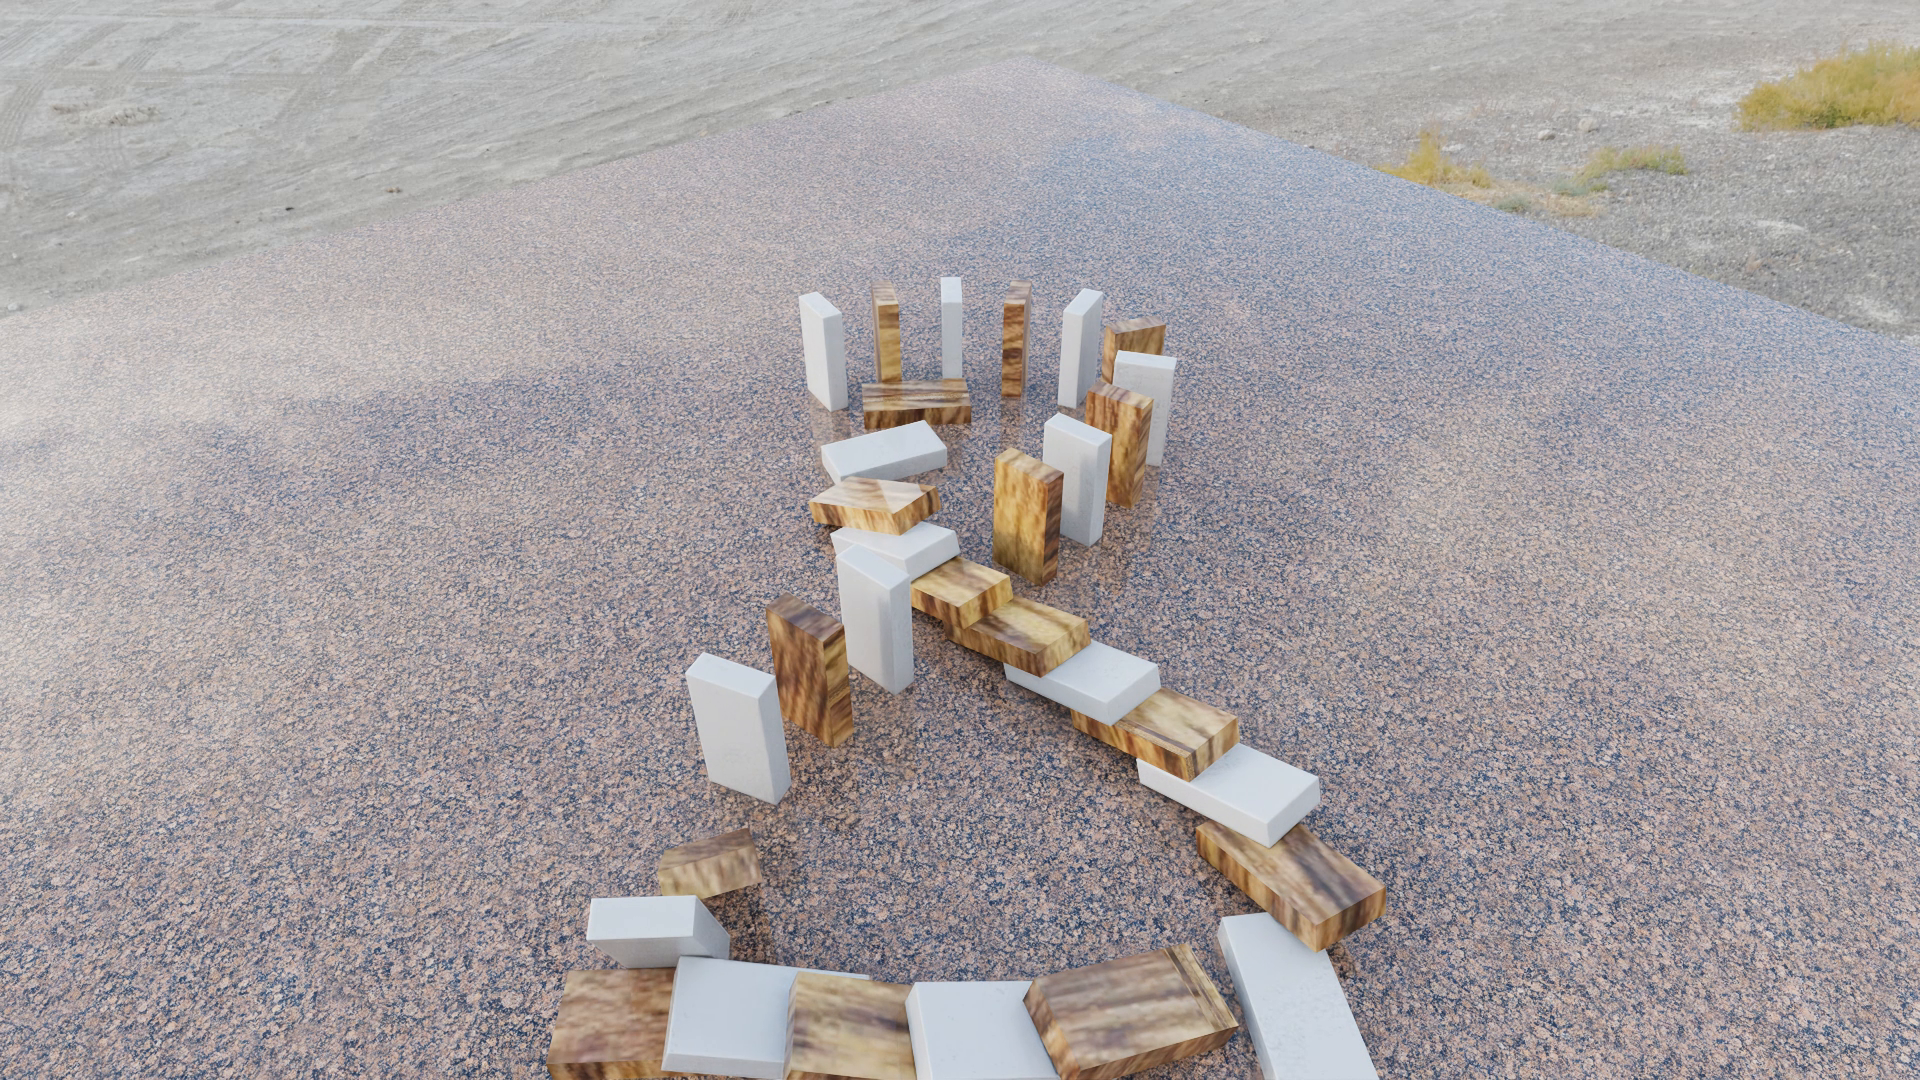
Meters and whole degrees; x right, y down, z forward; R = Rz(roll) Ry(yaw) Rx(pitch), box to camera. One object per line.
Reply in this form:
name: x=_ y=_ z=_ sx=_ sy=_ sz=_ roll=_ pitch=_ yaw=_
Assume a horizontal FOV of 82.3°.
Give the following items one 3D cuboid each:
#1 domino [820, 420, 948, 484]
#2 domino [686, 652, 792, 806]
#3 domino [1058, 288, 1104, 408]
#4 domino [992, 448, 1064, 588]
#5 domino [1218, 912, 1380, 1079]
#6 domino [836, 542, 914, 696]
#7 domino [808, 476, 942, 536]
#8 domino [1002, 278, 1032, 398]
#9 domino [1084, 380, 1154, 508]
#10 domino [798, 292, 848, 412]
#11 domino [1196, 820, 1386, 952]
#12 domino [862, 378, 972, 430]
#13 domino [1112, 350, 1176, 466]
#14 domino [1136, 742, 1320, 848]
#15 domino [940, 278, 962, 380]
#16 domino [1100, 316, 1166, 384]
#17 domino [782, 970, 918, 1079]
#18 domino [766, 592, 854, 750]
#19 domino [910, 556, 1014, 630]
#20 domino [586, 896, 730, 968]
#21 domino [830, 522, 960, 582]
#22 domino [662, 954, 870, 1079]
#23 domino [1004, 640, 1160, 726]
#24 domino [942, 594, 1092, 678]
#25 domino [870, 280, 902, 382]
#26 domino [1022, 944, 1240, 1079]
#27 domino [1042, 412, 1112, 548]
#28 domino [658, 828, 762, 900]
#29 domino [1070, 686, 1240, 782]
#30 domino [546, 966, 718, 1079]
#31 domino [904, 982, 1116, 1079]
domino: x=-0.034 y=-0.037 z=0.489 sx=0.050 sy=0.010 sz=0.025 roll=-16 pitch=42 yaw=-19
domino: x=-0.068 y=0.059 z=0.340 sx=0.025 sy=0.050 sz=0.010 roll=15 pitch=42 yaw=18
domino: x=0.057 y=-0.091 z=0.522 sx=0.010 sy=0.050 sz=0.025 roll=18 pitch=43 yaw=20
domino: x=0.026 y=-0.008 z=0.422 sx=0.025 sy=0.050 sz=0.009 roll=29 pitch=47 yaw=31
domino: x=0.089 y=0.124 z=0.292 sx=0.025 sy=0.010 sz=0.050 roll=-4 pitch=40 yaw=-5
domino: x=-0.029 y=0.028 z=0.378 sx=0.025 sy=0.050 sz=0.010 roll=30 pitch=48 yaw=31
domino: x=-0.035 y=-0.014 z=0.445 sx=0.050 sy=0.010 sz=0.025 roll=9 pitch=33 yaw=41
domino: x=0.027 y=-0.097 z=0.530 sx=0.010 sy=0.050 sz=0.025 roll=7 pitch=40 yaw=9
domino: x=0.065 y=-0.039 z=0.459 sx=0.025 sy=0.050 sz=0.009 roll=23 pitch=45 yaw=26
domino: x=-0.064 y=-0.088 z=0.519 sx=0.010 sy=0.050 sz=0.025 roll=-22 pitch=44 yaw=-24
domino: x=0.094 y=0.095 z=0.316 sx=0.025 sy=0.010 sz=0.050 roll=-19 pitch=25 yaw=-21
domino: x=-0.021 y=-0.065 z=0.523 sx=0.050 sy=0.010 sz=0.025 roll=-4 pitch=39 yaw=-5
domino: x=0.079 y=-0.057 z=0.481 sx=0.025 sy=0.050 sz=0.010 roll=10 pitch=40 yaw=12
domino: x=0.082 y=0.074 z=0.341 sx=0.025 sy=0.009 sz=0.050 roll=-29 pitch=29 yaw=-31
domino: x=-0.004 y=-0.098 z=0.531 sx=0.009 sy=0.050 sz=0.025 roll=-1 pitch=39 yaw=-1
domino: x=0.078 y=-0.077 z=0.505 sx=0.025 sy=0.050 sz=0.010 roll=-13 pitch=41 yaw=-16
domino: x=-0.018 y=0.126 z=0.277 sx=0.050 sy=0.009 sz=0.025 roll=13 pitch=37 yaw=-14
domino: x=-0.049 y=0.043 z=0.359 sx=0.025 sy=0.050 sz=0.010 roll=26 pitch=46 yaw=29
domino: x=-0.007 y=0.016 z=0.413 sx=0.025 sy=0.010 sz=0.050 roll=-30 pitch=32 yaw=-31
domino: x=-0.077 y=0.103 z=0.285 sx=0.025 sy=0.050 sz=0.009 roll=-1 pitch=60 yaw=-2
domino: x=-0.026 y=0.001 z=0.429 sx=0.025 sy=0.009 sz=0.050 roll=-30 pitch=29 yaw=-31
domino: x=-0.049 y=0.123 z=0.281 sx=0.050 sy=0.009 sz=0.025 roll=12 pitch=38 yaw=-15
domino: x=0.041 y=0.045 z=0.376 sx=0.025 sy=0.010 sz=0.050 roll=-30 pitch=30 yaw=-31
domino: x=0.019 y=0.032 z=0.392 sx=0.025 sy=0.010 sz=0.050 roll=-30 pitch=29 yaw=-31
domino: x=-0.035 y=-0.096 z=0.529 sx=0.009 sy=0.050 sz=0.025 roll=-7 pitch=40 yaw=-9
domino: x=0.044 y=0.122 z=0.283 sx=0.050 sy=0.010 sz=0.025 roll=0 pitch=36 yaw=-29
domino: x=0.046 y=-0.024 z=0.440 sx=0.025 sy=0.050 sz=0.009 roll=27 pitch=47 yaw=29
domino: x=-0.070 y=0.091 z=0.306 sx=0.025 sy=0.050 sz=0.009 roll=-12 pitch=84 yaw=-15
domino: x=0.063 y=0.059 z=0.359 sx=0.025 sy=0.009 sz=0.050 roll=-29 pitch=29 yaw=-31
domino: x=-0.079 y=0.126 z=0.289 sx=0.050 sy=0.010 sz=0.025 roll=-1 pitch=39 yaw=-2
domino: x=0.013 y=0.126 z=0.278 sx=0.050 sy=0.009 sz=0.025 roll=8 pitch=36 yaw=-20
